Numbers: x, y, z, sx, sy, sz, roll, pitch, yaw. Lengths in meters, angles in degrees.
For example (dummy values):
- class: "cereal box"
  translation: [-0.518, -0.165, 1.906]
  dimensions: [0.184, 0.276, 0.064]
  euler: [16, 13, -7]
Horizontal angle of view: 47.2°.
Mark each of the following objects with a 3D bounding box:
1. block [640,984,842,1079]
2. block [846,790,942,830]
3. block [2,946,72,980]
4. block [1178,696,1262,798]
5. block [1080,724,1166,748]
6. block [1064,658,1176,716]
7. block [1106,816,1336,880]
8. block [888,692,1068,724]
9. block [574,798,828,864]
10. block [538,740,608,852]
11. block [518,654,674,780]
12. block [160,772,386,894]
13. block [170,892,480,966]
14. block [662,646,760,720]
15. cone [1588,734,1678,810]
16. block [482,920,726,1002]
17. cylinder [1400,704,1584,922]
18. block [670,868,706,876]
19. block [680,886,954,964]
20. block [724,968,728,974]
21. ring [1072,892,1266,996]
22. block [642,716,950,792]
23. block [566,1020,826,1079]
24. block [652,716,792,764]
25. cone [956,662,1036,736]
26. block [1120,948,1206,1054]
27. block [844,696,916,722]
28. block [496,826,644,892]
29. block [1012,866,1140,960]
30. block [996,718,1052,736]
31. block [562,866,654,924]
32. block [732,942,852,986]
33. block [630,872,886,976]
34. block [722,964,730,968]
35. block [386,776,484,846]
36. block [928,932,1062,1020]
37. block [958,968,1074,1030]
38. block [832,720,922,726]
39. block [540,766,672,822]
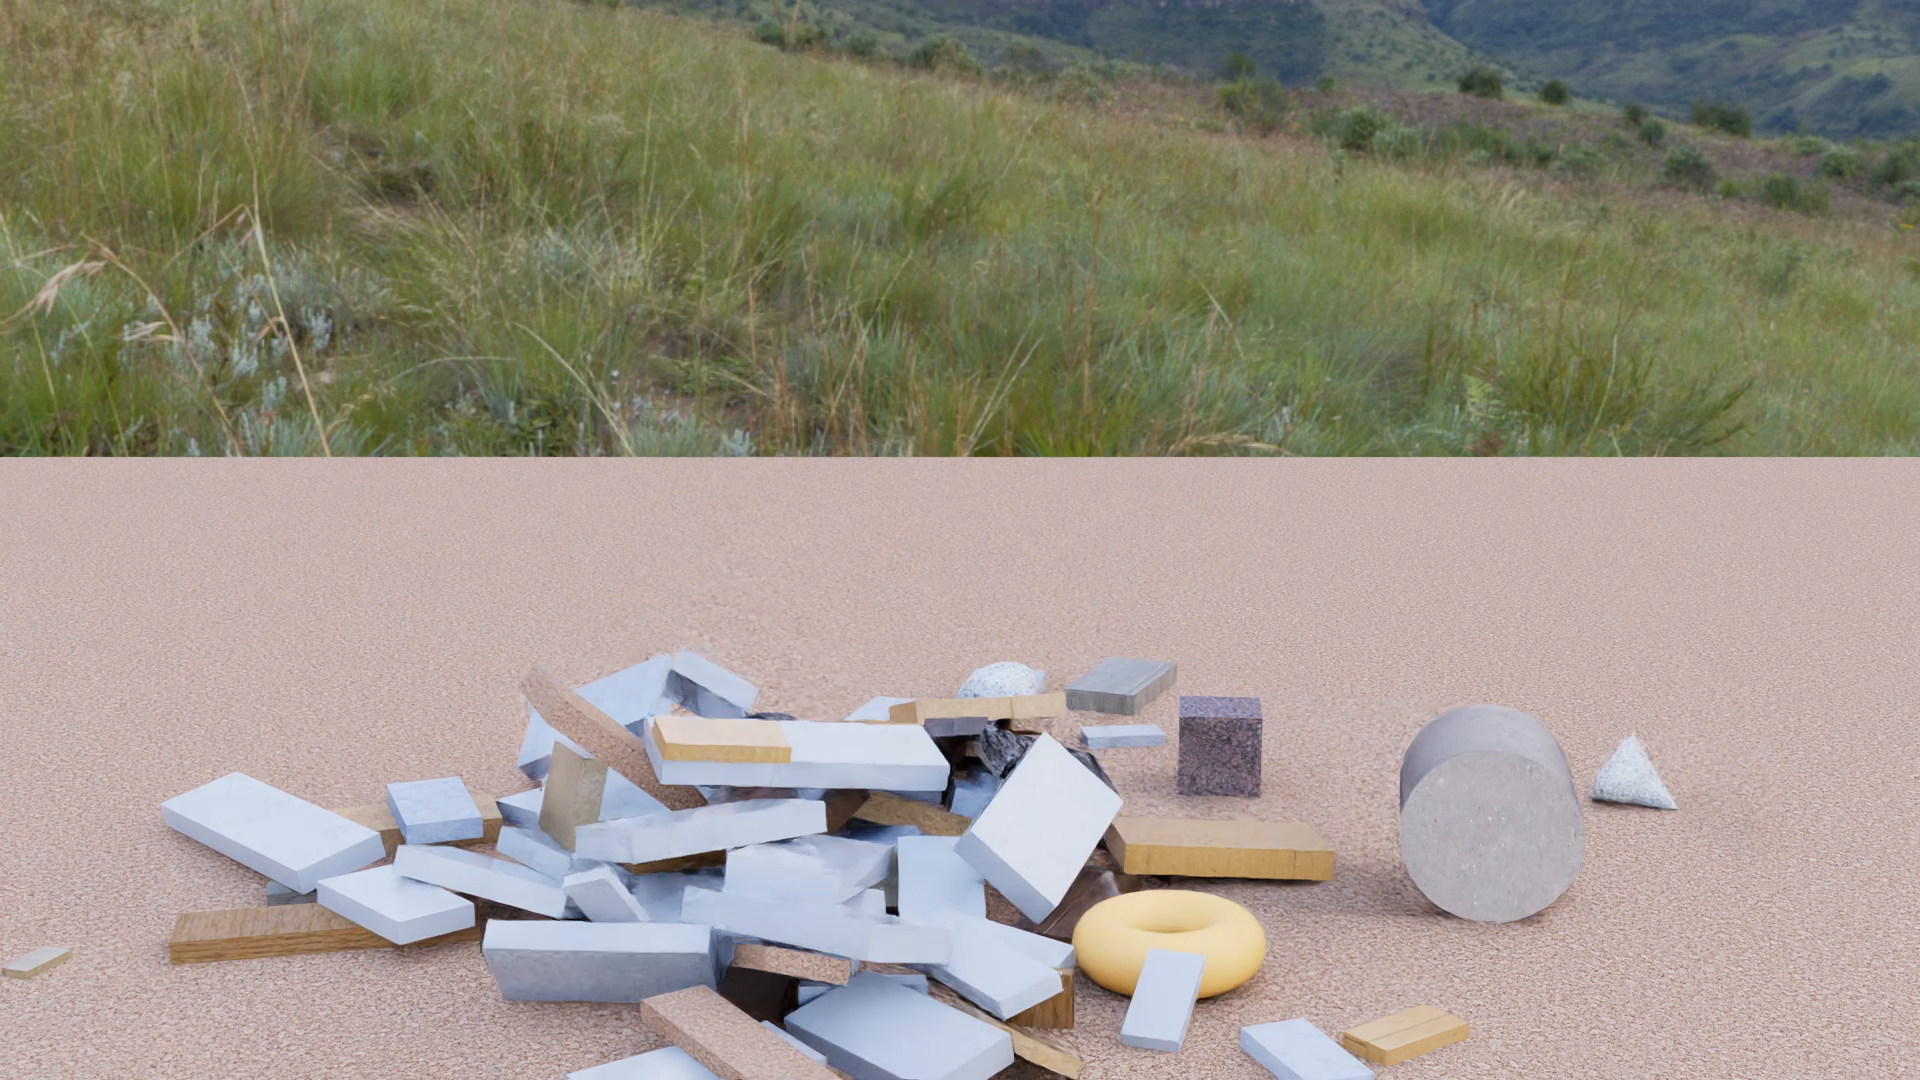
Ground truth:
- class: "block"
  translation: [-0.254, 0.684, 2.853]
  dimensions: [0.098, 0.028, 0.517]
  euler: [-7, 13, -34]
- class: "block"
  translation: [-0.179, 0.452, 3.945]
  dimensions: [0.290, 0.145, 0.041]
  euler: [4, 29, 1]
- class: "block"
  translation: [-1.404, 0.643, 3.346]
  dimensions: [0.048, 0.014, 0.095]
  euler: [4, 11, 19]
- class: "block"
  translation: [0.503, 0.399, 4.267]
  dimensions: [0.156, 0.156, 0.156]
  euler: [1, 11, 5]
- class: "block"
  translation: [0.339, 0.409, 4.582]
  dimensions: [0.163, 0.023, 0.081]
  euler: [-1, 11, -8]
- class: "block"
  translation: [0.366, 0.328, 4.958]
  dimensions: [0.160, 0.045, 0.319]
  euler: [4, 11, 22]
- class: "block"
  translation: [0.442, 0.527, 3.767]
  dimensions: [0.358, 0.051, 0.179]
  euler: [3, 7, -7]
- class: "block"
  translation: [0.035, 0.342, 4.408]
  dimensions: [0.320, 0.045, 0.160]
  euler: [-1, -7, -22]
- class: "block"
  translation: [-0.400, 0.449, 3.416]
  dimensions: [0.348, 0.049, 0.174]
  euler: [-4, -1, -39]
- class: "block"
  translation: [-0.661, 0.434, 3.751]
  dimensions: [0.043, 0.153, 0.307]
  euler: [12, -3, -19]
- class: "block"
  translation: [-0.704, 0.346, 4.289]
  dimensions: [0.328, 0.046, 0.164]
  euler: [-22, 37, 22]
- class: "block"
  translation: [-1.212, 0.506, 3.851]
  dimensions: [0.152, 0.043, 0.585]
  euler: [-24, 21, -37]
- class: "block"
  translation: [-0.993, 0.609, 3.464]
  dimensions: [0.463, 0.037, 0.130]
  euler: [-2, 11, -13]
- class: "block"
  translation: [-0.449, 0.273, 3.938]
  dimensions: [0.153, 0.043, 0.307]
  euler: [29, -16, -3]
- class: "cone"
  translation: [1.292, 0.468, 4.148]
  dimensions: [0.147, 0.147, 0.147]
  euler: [35, 26, 24]
- class: "block"
  translation: [-0.509, 0.608, 3.163]
  dimensions: [0.320, 0.160, 0.045]
  euler: [1, 52, 3]
- class: "cylinder"
  translation: [0.875, 0.448, 3.647]
  dimensions: [0.288, 0.288, 0.288]
  euler: [2, 11, 11]
- class: "block"
  translation: [-0.476, 0.573, 3.541]
  dimensions: [0.068, 0.019, 0.135]
  euler: [9, 42, 38]
- class: "block"
  translation: [-0.205, 0.545, 3.123]
  dimensions: [0.358, 0.051, 0.179]
  euler: [3, -8, 39]
- class: "block"
  translation: [-0.395, 0.653, 3.284]
  dimensions: [0.112, 0.016, 0.056]
  euler: [3, 11, 15]
- class: "ring"
  translation: [0.314, 0.608, 3.312]
  dimensions: [0.292, 0.097, 0.292]
  euler: [-1, 10, 0]
- class: "block"
  translation: [-0.273, 0.356, 3.666]
  dimensions: [0.487, 0.046, 0.164]
  euler: [4, 18, -20]
- class: "block"
  translation: [-0.346, 0.712, 2.894]
  dimensions: [0.304, 0.043, 0.152]
  euler: [-8, 13, -35]
- class: "block"
  translation: [-0.387, 0.325, 3.569]
  dimensions: [0.207, 0.029, 0.103]
  euler: [4, 18, -21]
- class: "cone"
  translation: [0.105, 0.381, 4.570]
  dimensions: [0.182, 0.182, 0.182]
  euler: [-4, 38, -20]
- class: "block"
  translation: [0.288, 0.648, 3.102]
  dimensions: [0.082, 0.023, 0.165]
  euler: [4, 37, 20]
- class: "block"
  translation: [-0.234, 0.433, 4.405]
  dimensions: [0.145, 0.041, 0.783]
  euler: [3, 11, 18]
- class: "block"
  translation: [-0.644, 0.533, 3.662]
  dimensions: [0.149, 0.042, 0.299]
  euler: [15, -5, -33]
- class: "block"
  translation: [0.188, 0.596, 3.543]
  dimensions: [0.117, 0.033, 0.328]
  euler: [5, 11, 20]
- class: "block"
  translation: [0.128, 0.375, 4.407]
  dimensions: [0.081, 0.023, 0.163]
  euler: [4, -8, -9]
- class: "block"
  translation: [-0.480, 0.561, 3.177]
  dimensions: [0.070, 0.254, 0.020]
  euler: [-15, 41, 17]
- class: "block"
  translation: [-0.237, 0.591, 3.069]
  dimensions: [0.117, 0.033, 0.233]
  euler: [13, -12, -14]
- class: "block"
  translation: [-0.327, 0.583, 3.364]
  dimensions: [0.392, 0.049, 0.174]
  euler: [2, 20, 15]
- class: "block"
  translation: [-0.315, 0.640, 3.355]
  dimensions: [0.112, 0.016, 0.056]
  euler: [-3, 11, -17]
- class: "block"
  translation: [-0.937, 0.481, 3.915]
  dimensions: [0.130, 0.037, 0.260]
  euler: [-4, 11, -21]
- class: "block"
  translation: [0.047, 0.602, 3.051]
  dimensions: [0.098, 0.028, 0.196]
  euler: [-21, 18, -27]
- class: "block"
  translation: [0.079, 0.648, 3.128]
  dimensions: [0.165, 0.082, 0.023]
  euler: [2, 12, 8]
- class: "block"
  translation: [-0.063, 0.386, 4.351]
  dimensions: [0.409, 0.029, 0.103]
  euler: [10, -12, -43]
- class: "block"
  translation: [-0.621, 0.470, 3.923]
  dimensions: [0.149, 0.042, 0.311]
  euler: [-23, 26, -23]
